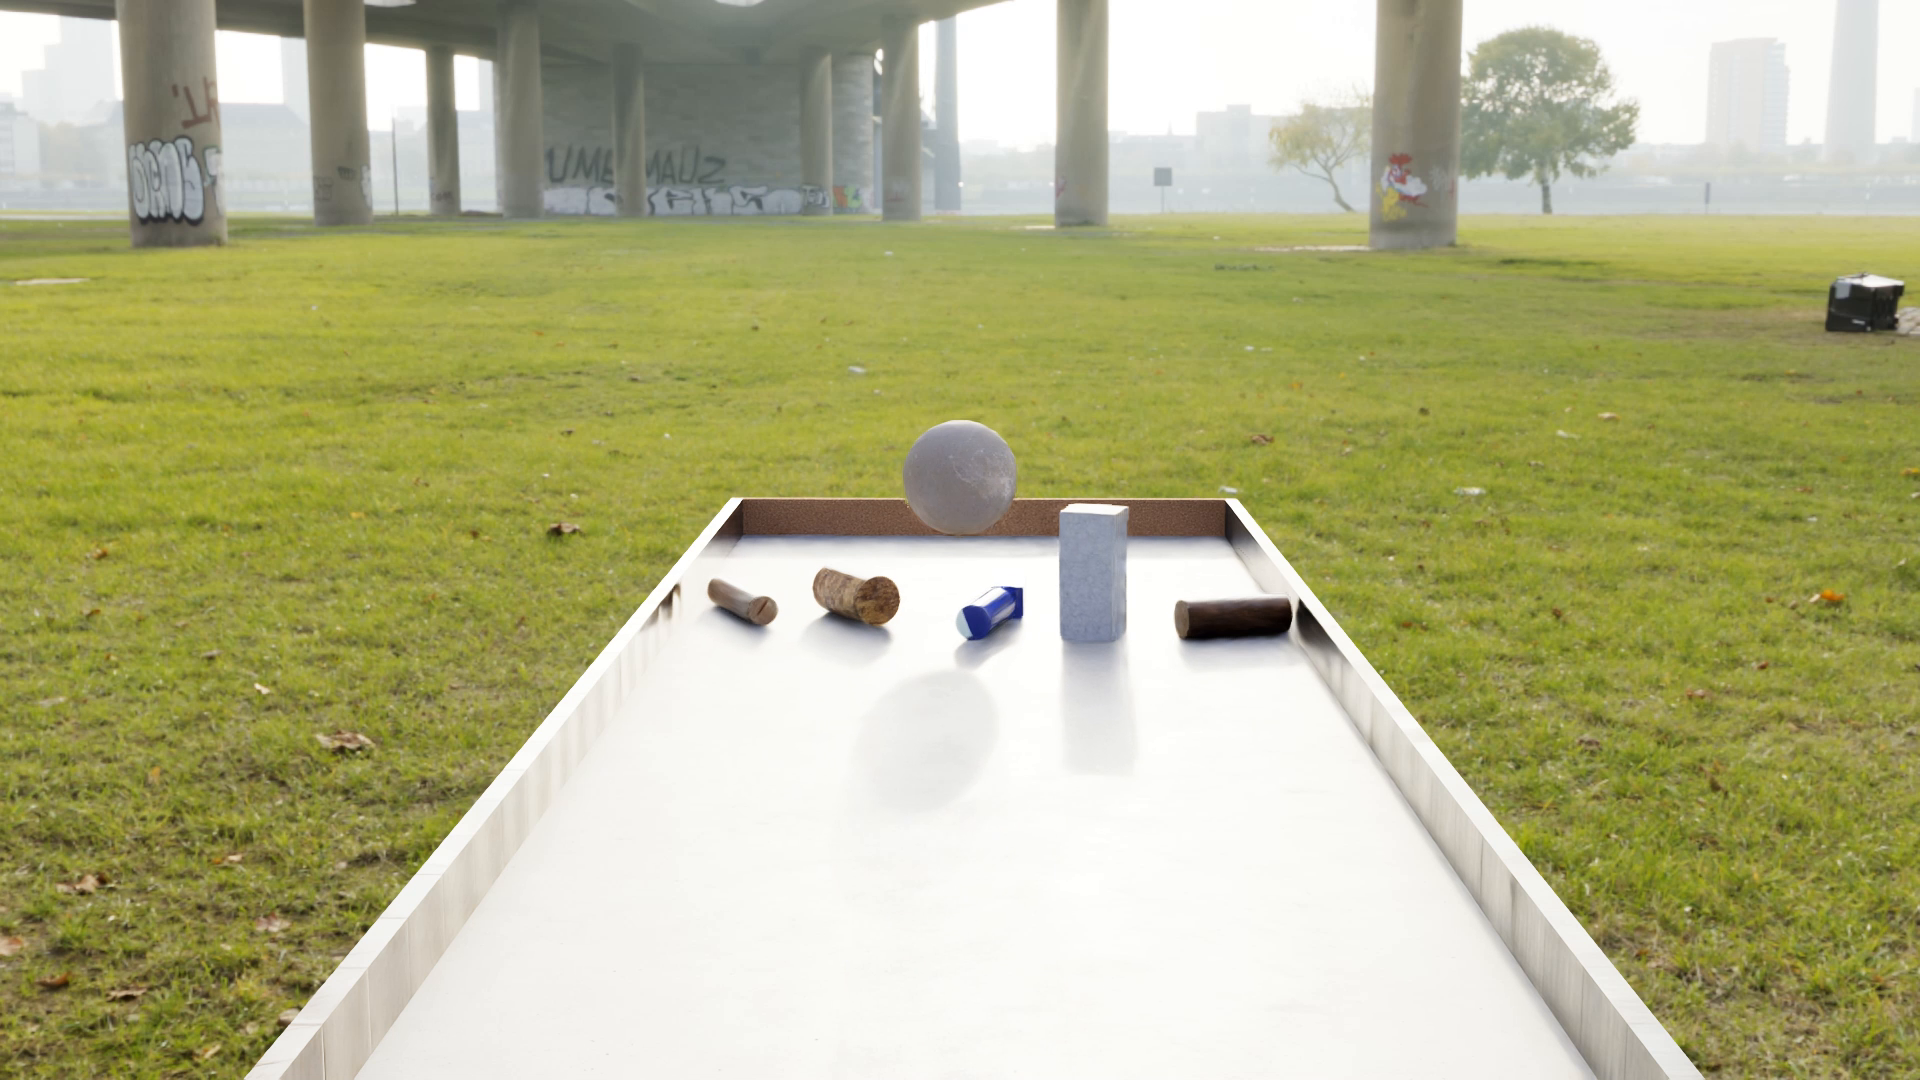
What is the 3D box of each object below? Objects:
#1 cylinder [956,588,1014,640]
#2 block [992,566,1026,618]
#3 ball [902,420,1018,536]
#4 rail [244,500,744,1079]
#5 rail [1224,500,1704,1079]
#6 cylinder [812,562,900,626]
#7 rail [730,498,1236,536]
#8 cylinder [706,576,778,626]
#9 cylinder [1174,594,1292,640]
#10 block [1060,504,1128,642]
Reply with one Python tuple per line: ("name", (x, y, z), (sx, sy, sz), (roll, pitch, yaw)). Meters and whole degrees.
("cylinder", (0.083, 0.240, 7.125), (0.116, 0.116, 0.308), (2, 9, 15))
("block", (0.167, 0.178, 7.537), (0.109, 0.109, 0.386), (0, 9, 3))
("ball", (0.001, -0.213, 7.506), (0.394, 0.394, 0.394), (0, 9, 0))
("rail", (-1.004, 0.839, 3.234), (0.050, 0.150, 12.000), (0, 9, 1))
("rail", (1.046, 0.843, 3.208), (0.050, 0.150, 12.000), (0, 9, 1))
("cylinder", (-0.349, 0.180, 7.342), (0.167, 0.167, 0.311), (-5, 10, -31))
("rail", (0.099, -0.098, 9.147), (2.100, 0.150, 0.050), (0, 9, 1))
("cylinder", (-0.735, 0.202, 7.407), (0.102, 0.102, 0.430), (-4, 10, -25))
("cylinder", (0.876, 0.244, 7.060), (0.357, 0.128, 0.128), (-3, 9, -17))
("block", (0.429, 0.103, 7.050), (0.179, 0.409, 0.179), (3, 9, 17))
